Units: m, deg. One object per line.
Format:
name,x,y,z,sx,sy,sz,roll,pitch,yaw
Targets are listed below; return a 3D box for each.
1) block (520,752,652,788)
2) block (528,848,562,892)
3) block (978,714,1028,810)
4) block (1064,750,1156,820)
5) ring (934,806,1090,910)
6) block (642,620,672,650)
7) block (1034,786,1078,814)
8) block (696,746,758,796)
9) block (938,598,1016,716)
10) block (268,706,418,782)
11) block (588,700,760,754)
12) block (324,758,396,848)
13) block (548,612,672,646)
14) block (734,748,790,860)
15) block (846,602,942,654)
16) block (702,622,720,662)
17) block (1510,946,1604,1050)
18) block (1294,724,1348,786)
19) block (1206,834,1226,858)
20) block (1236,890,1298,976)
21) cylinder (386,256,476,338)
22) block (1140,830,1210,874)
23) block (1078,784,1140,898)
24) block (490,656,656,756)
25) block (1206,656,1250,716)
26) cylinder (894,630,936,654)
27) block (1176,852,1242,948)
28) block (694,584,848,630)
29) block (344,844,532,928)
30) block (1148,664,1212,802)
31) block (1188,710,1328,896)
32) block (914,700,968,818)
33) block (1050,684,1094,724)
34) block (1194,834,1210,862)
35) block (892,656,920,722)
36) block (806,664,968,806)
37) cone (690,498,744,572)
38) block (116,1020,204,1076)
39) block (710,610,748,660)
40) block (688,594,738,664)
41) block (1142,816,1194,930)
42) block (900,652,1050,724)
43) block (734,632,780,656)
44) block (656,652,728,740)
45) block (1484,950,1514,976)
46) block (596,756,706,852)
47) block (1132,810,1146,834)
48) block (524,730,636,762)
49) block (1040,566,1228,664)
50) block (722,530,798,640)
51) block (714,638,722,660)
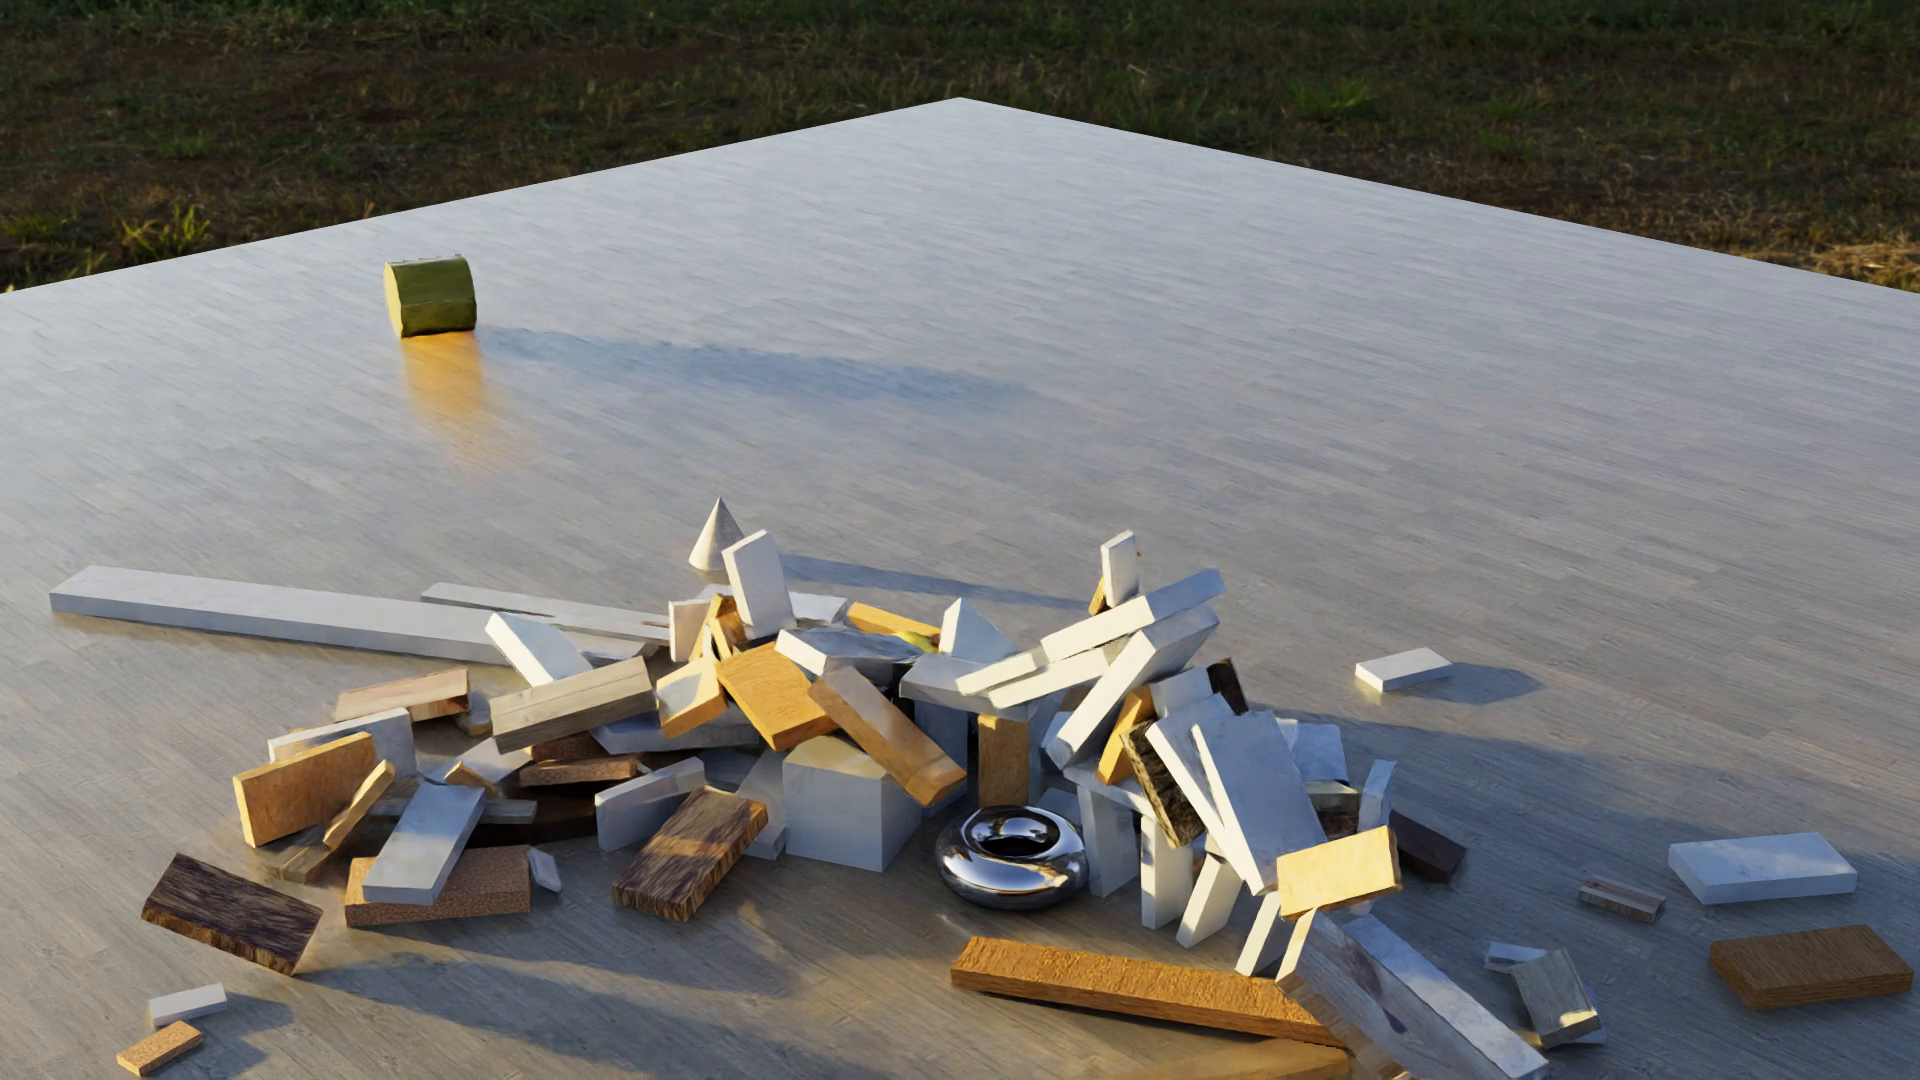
block,-0.758,0.465,4.457,0.235,0.033,0.117,-6,3,14
block,-0.792,0.629,4.191,0.049,0.014,0.097,30,15,-34
block,0.087,0.446,4.368,0.038,0.266,0.133,13,26,29
block,0.313,0.447,4.092,0.223,0.032,0.112,21,31,40
ring,0.102,0.605,4.206,0.305,0.102,0.305,1,22,0
block,-0.687,0.226,5.155,0.116,0.058,0.016,6,24,15
block,0.237,0.556,4.383,0.184,0.026,0.092,14,45,30
block,-0.449,0.490,4.563,0.235,0.033,0.117,10,25,23
block,0.035,0.280,4.875,0.177,0.050,0.354,42,22,-15
block,-1.266,0.448,4.521,0.282,0.141,0.040,-13,22,-29
block,-0.603,0.386,4.602,0.328,0.047,0.164,-2,18,-30
block,-1.168,0.512,4.279,0.180,0.025,0.090,-50,17,-3
block,-0.797,0.209,5.122,0.327,0.016,0.058,7,24,17
block,-0.380,0.526,4.409,0.140,0.040,0.280,8,34,19
block,-0.124,0.223,5.073,0.263,0.131,0.037,16,66,33
block,-0.532,0.258,4.915,0.026,0.184,0.092,30,36,35
block,1.030,0.791,3.803,0.104,0.029,0.208,-24,20,9
block,0.744,0.460,4.633,0.123,0.035,0.247,2,23,4
block,0.554,0.547,3.870,0.217,0.031,0.108,19,30,29
block,0.563,0.672,3.901,0.031,0.217,0.108,36,39,28
cylinder,-1.772,-0.813,7.361,0.247,0.247,0.247,-10,25,-23
block,0.460,0.605,4.300,0.197,0.028,0.099,-17,28,-34
block,0.282,0.551,4.173,0.032,0.223,0.112,7,22,42
block,-0.800,0.340,4.543,0.328,0.047,0.164,-16,25,-8
block,0.497,0.278,4.100,0.056,0.016,0.112,-28,54,17
cylinder,-0.108,0.295,4.885,0.141,0.141,0.141,-6,24,-14
block,0.465,0.636,3.986,0.108,0.217,0.031,-21,49,-40
block,-0.457,0.170,5.260,0.344,0.049,0.172,6,17,9
block,-0.984,0.652,4.162,0.334,0.047,0.167,-4,23,-8
block,0.418,0.346,3.944,0.110,0.220,0.031,-18,4,-33
block,0.522,0.450,3.788,0.154,0.044,0.308,-8,62,-25
block,-0.038,0.414,4.444,0.038,0.266,0.133,16,28,32
block,0.268,0.374,4.845,0.092,0.026,0.185,7,24,16
block,0.452,0.592,4.271,0.127,0.018,0.063,12,26,27
block,-0.093,0.363,4.467,0.034,0.242,0.119,0,4,23
block,-0.139,0.372,4.212,0.316,0.045,0.158,42,17,12
cone,-0.610,-0.032,5.619,0.171,0.171,0.171,0,23,0
block,-1.351,0.858,3.716,0.062,0.017,0.123,16,28,33
block,-0.453,0.271,4.833,0.121,0.241,0.034,-22,2,-41
block,-0.540,0.213,4.925,0.026,0.184,0.092,30,13,38
block,0.384,0.598,4.065,0.112,0.223,0.032,-21,28,-41
block,0.030,0.290,4.340,0.266,0.038,0.133,10,25,19
block,-0.362,0.289,4.683,0.132,0.037,0.264,-14,36,-31
block,-0.557,0.321,4.564,0.135,0.038,0.269,-28,18,-1
block,0.994,0.762,3.948,0.095,0.014,0.048,10,25,23
block,-0.613,0.525,4.374,0.235,0.117,0.033,-19,29,-37
block,0.387,0.540,4.455,0.092,0.026,0.184,5,24,12
block,-0.737,0.401,4.659,0.393,0.047,0.164,-2,18,-31
block,0.310,0.137,3.974,0.173,0.049,0.346,-20,-4,-33
block,-0.435,0.114,4.803,0.034,0.241,0.121,3,24,43
block,-0.480,0.279,4.870,0.092,0.185,0.026,-22,12,-41
